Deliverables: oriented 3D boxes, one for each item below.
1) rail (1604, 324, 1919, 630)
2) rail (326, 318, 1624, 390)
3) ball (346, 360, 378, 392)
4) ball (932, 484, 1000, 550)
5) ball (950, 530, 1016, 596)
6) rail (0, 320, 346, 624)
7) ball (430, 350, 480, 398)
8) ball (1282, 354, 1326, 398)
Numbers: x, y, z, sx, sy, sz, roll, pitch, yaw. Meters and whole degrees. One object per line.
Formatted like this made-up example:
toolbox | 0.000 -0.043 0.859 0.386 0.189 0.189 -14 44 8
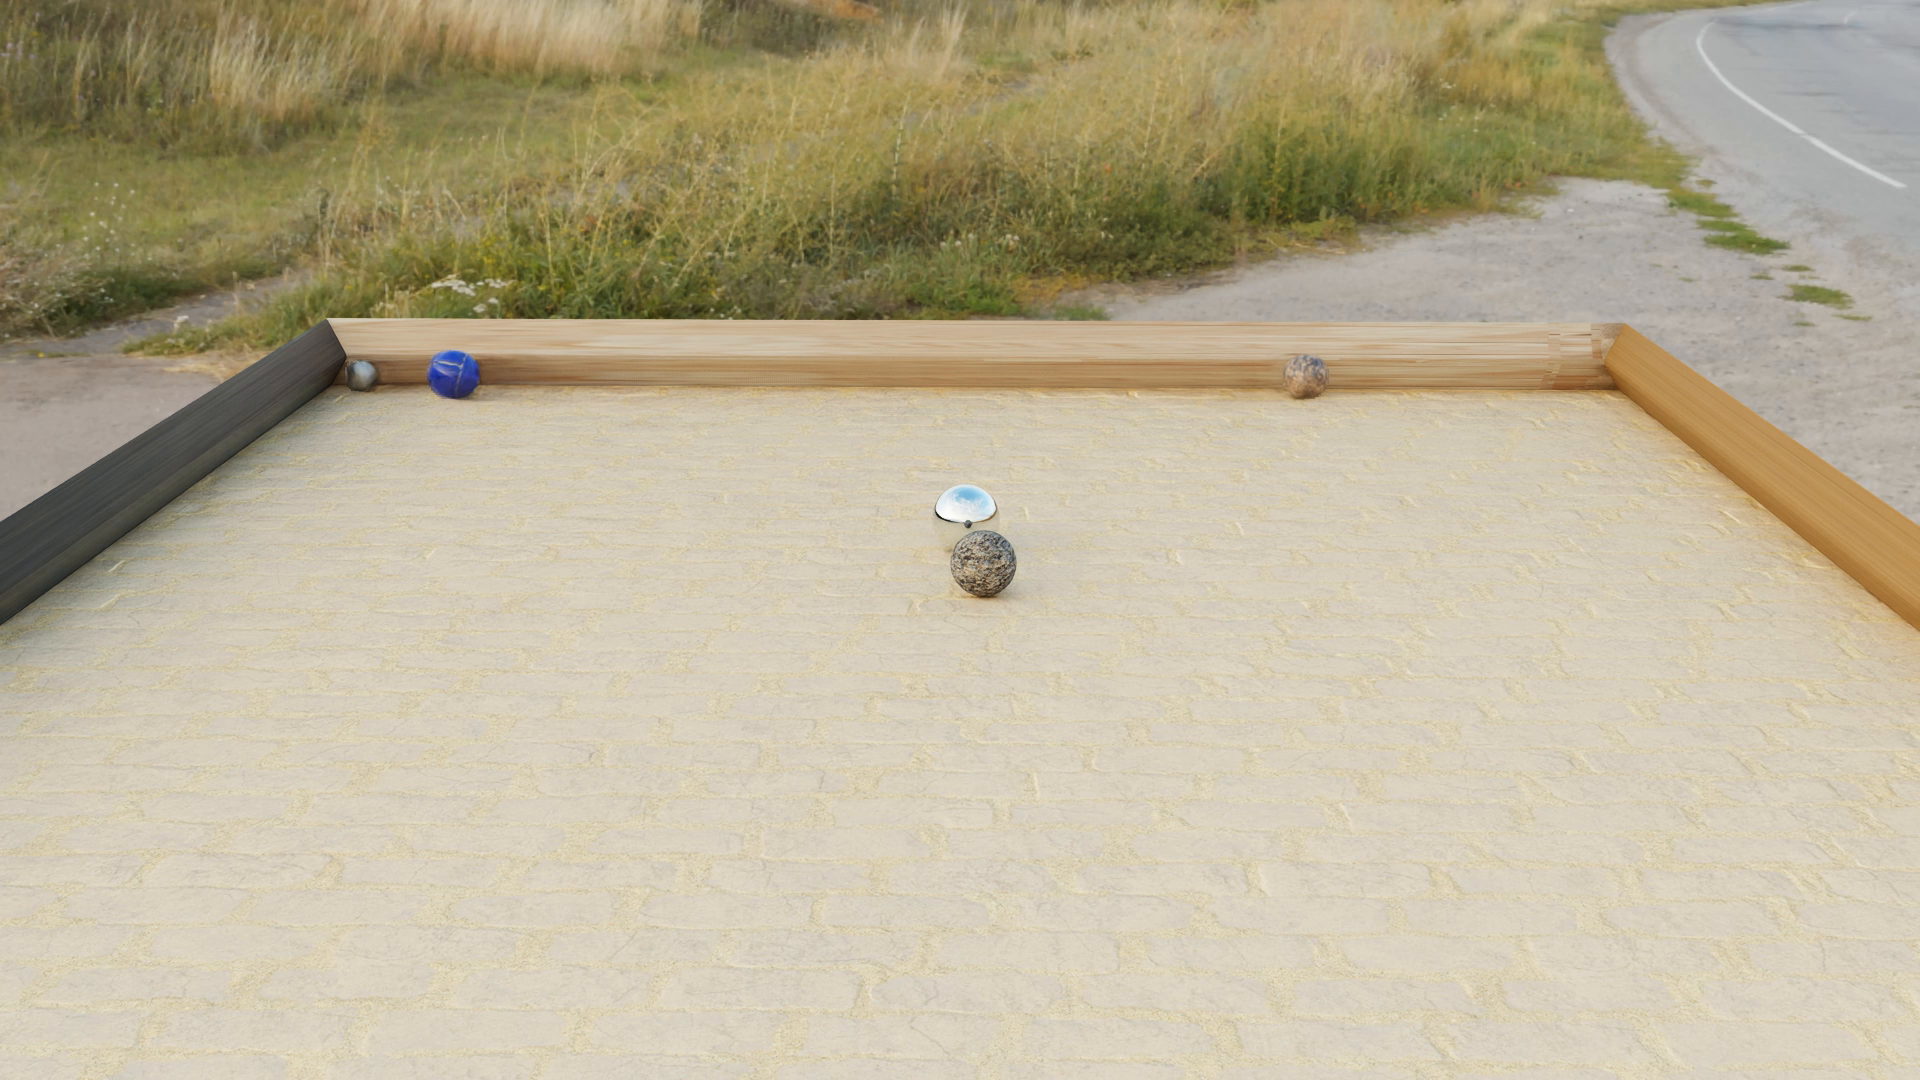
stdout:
rail | 1.111 0.299 1.774 0.045 0.119 4.444 0 16 1
rail | 0.021 -0.326 3.905 2.313 0.119 0.045 0 16 1
ball | -1.060 -0.291 3.902 0.055 0.055 0.055 0 16 0
ball | 0.008 -0.029 2.945 0.092 0.092 0.092 0 16 0
ball | 0.029 0.029 2.760 0.083 0.083 0.083 0 16 0
rail | -1.155 0.286 1.817 0.045 0.119 4.444 0 16 1
ball | -0.883 -0.290 3.843 0.086 0.086 0.086 0 16 0
ball | 0.603 -0.286 3.846 0.077 0.077 0.077 0 16 0
